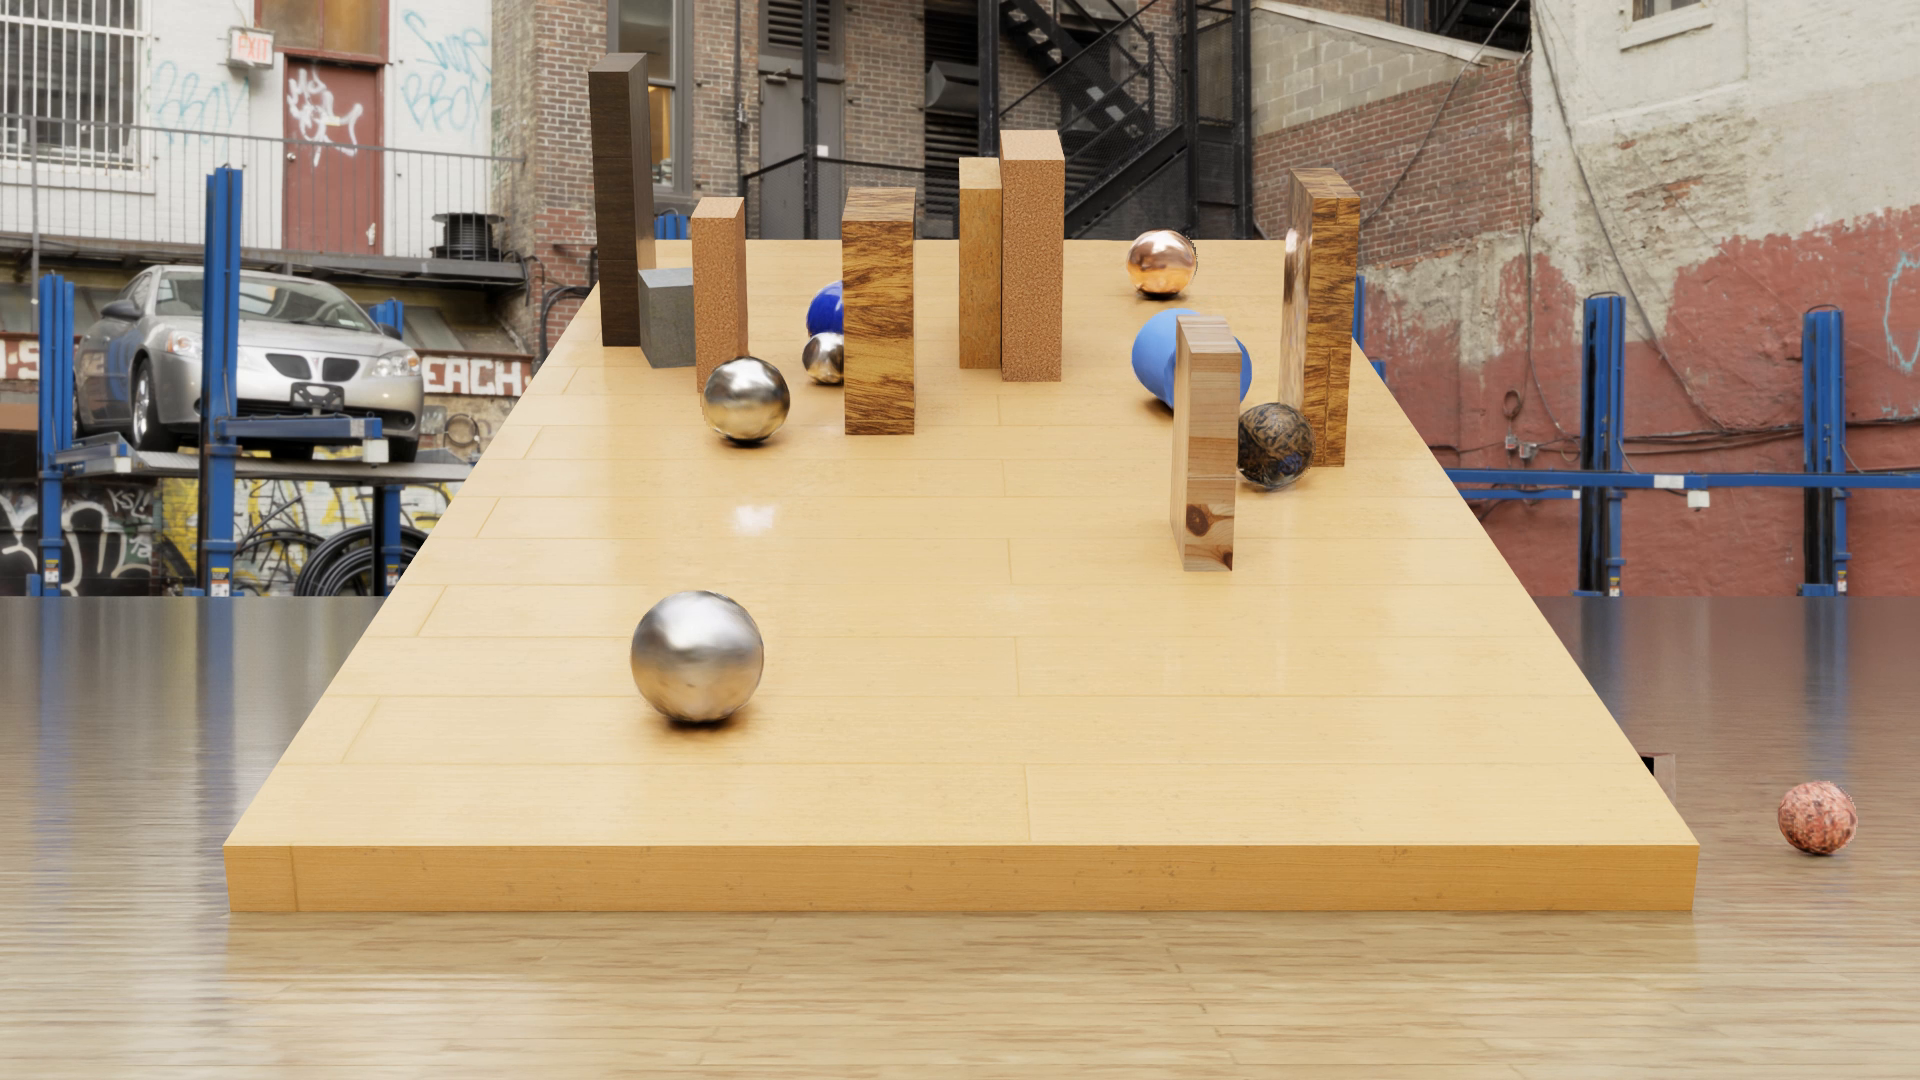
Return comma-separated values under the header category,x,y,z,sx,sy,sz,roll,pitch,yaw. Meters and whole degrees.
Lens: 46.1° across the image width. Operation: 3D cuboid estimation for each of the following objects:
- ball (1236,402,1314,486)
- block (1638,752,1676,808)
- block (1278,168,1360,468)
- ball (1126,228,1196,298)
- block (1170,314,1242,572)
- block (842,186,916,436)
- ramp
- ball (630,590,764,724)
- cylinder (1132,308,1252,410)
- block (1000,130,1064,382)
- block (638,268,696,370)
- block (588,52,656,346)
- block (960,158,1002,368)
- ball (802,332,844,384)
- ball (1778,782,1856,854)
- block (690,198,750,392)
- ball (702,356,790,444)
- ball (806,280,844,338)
category,x,y,z,sx,sy,sz,roll,pitch,yaw
ball,0.626,-0.192,4.531,0.168,0.168,0.168,0,-1,0
block,1.283,0.472,4.308,0.126,0.126,0.126,-1,-2,36
block,0.749,-0.472,4.738,0.093,0.560,0.341,0,19,0
ball,0.542,-0.748,6.090,0.187,0.187,0.187,0,-1,0
block,0.448,-0.181,4.140,0.087,0.406,0.282,0,19,0
block,-0.174,-0.512,4.989,0.150,0.468,0.390,0,19,0
ramp,-0.004,-0.200,4.959,2.000,0.100,4.000,0,19,0
ball,-0.398,0.177,3.420,0.204,0.204,0.204,0,-1,0
cylinder,0.517,-0.393,5.044,0.208,0.208,0.208,0,19,-16
block,0.168,-0.688,5.411,0.138,0.521,0.423,0,19,0
block,-0.667,-0.543,5.482,0.199,0.199,0.199,-5,20,-15
block,-0.840,-0.857,5.658,0.096,0.675,0.353,0,19,0
block,0.048,-0.685,5.537,0.098,0.434,0.425,0,19,0
ball,-0.305,-0.424,5.258,0.124,0.124,0.124,0,-1,0
ball,1.425,0.462,3.754,0.121,0.121,0.121,0,-1,0
block,-0.556,-0.572,5.251,0.099,0.408,0.245,0,19,0
ball,-0.455,-0.298,4.802,0.186,0.186,0.186,0,-1,0
ball,-0.270,-0.525,5.430,0.201,0.201,0.201,0,-1,0
